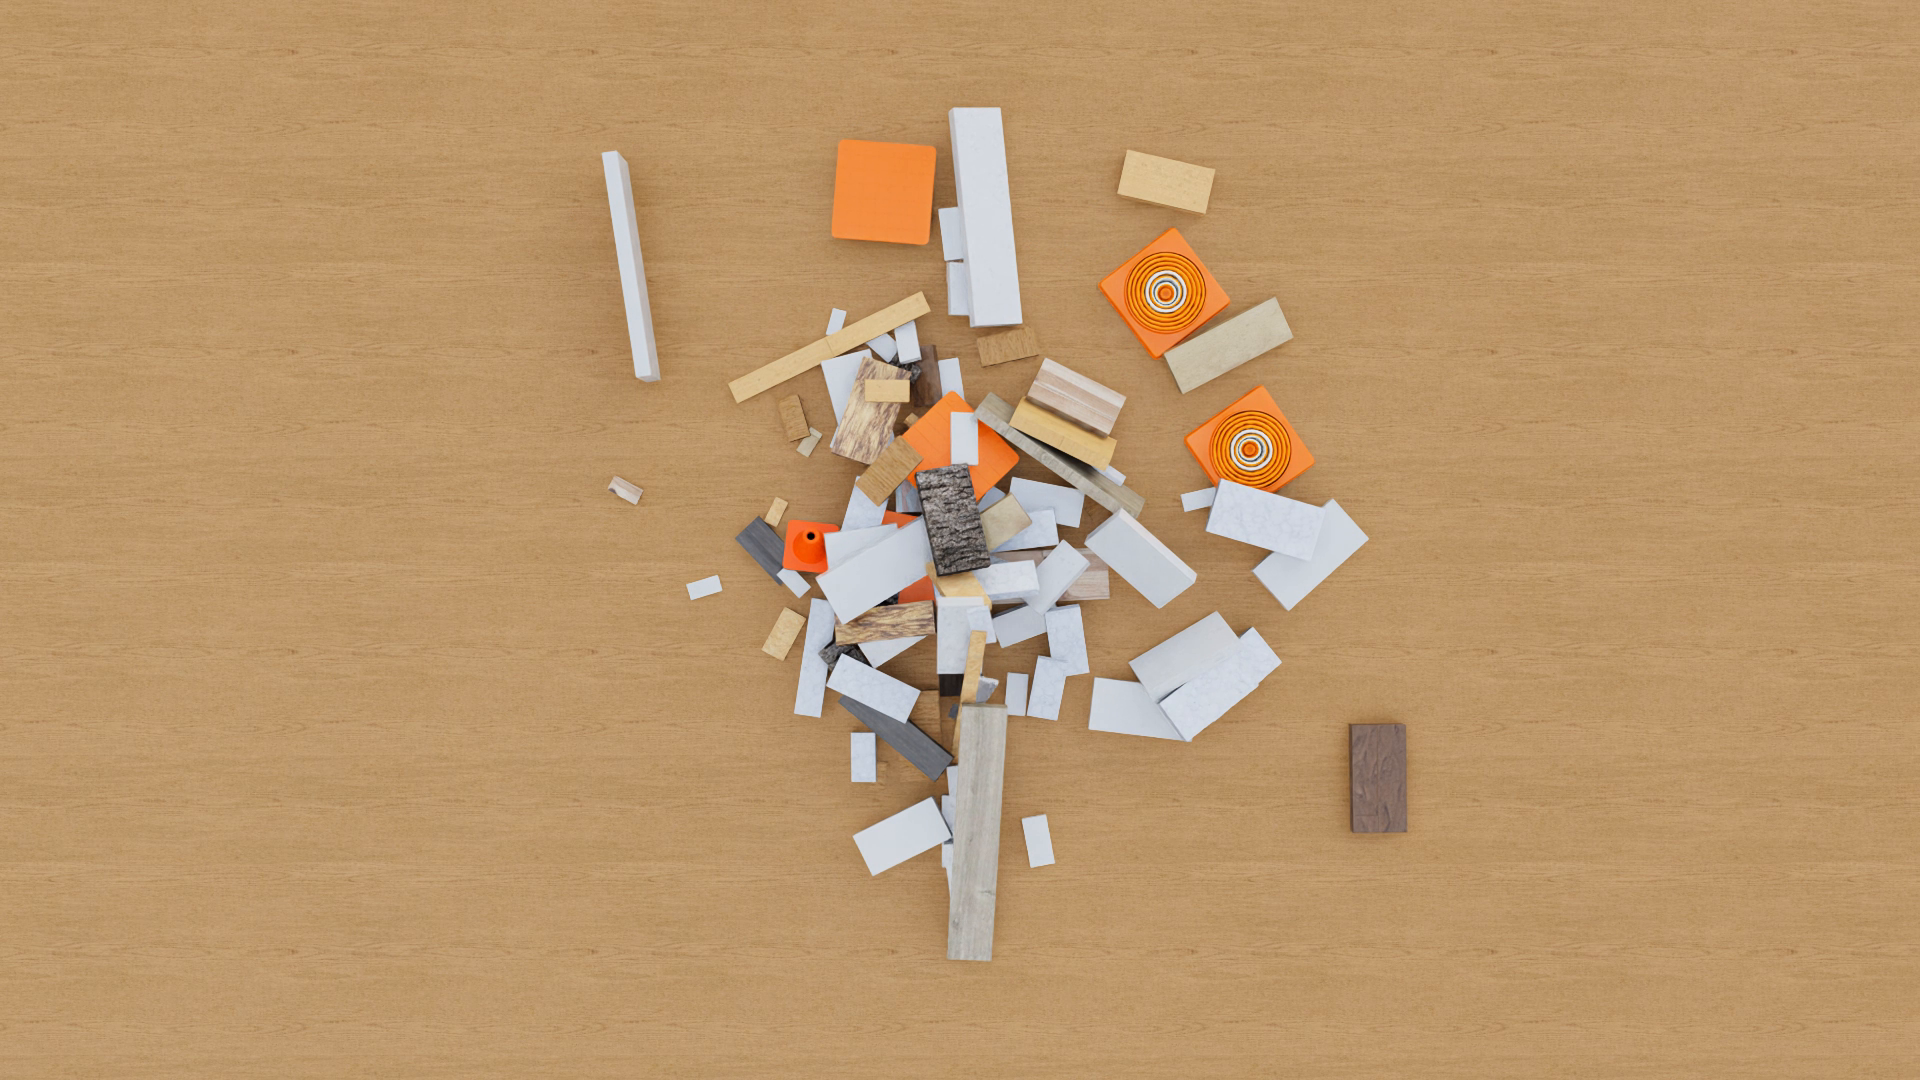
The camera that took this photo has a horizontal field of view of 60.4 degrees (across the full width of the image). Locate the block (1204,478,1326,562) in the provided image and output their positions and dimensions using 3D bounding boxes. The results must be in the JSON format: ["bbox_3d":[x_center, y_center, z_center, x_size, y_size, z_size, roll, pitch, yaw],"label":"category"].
[{"bbox_3d":[1.002,-0.066,5.420,0.356,0.050,0.178,16,92,0],"label":"block"}]

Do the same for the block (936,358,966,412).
[{"bbox_3d":[-0.039,-0.501,5.486,0.097,0.028,0.194,-9,90,0],"label":"block"}]

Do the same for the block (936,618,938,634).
[{"bbox_3d":[-0.002,0.297,5.357,0.143,0.285,0.040,-3,76,0],"label":"block"}]

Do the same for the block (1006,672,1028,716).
[{"bbox_3d":[0.188,0.513,5.490,0.069,0.020,0.139,5,90,0],"label":"block"}]

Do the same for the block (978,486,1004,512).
[{"bbox_3d":[0.097,-0.121,5.457,0.056,0.016,0.112,33,90,0],"label":"block"}]

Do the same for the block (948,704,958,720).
[{"bbox_3d":[0.013,0.585,5.493,0.097,0.014,0.049,25,90,0],"label":"block"}]

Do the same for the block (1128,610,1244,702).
[{"bbox_3d":[0.740,0.380,5.417,0.340,0.170,0.048,-30,126,0],"label":"block"}]

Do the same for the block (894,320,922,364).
[{"bbox_3d":[-0.173,-0.654,5.458,0.070,0.020,0.140,-14,67,9],"label":"block"}]

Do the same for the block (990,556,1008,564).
[{"bbox_3d":[0.063,0.092,5.449,0.202,0.029,0.101,19,96,19],"label":"block"}]

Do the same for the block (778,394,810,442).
[{"bbox_3d":[-0.551,-0.405,5.483,0.072,0.020,0.144,-17,86,3],"label":"block"}]

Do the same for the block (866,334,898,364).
[{"bbox_3d":[-0.267,-0.661,5.490,0.140,0.020,0.070,42,90,0],"label":"block"}]

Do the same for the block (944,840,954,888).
[{"bbox_3d":[0.019,1.106,5.454,0.118,0.034,0.237,-6,102,1],"label":"block"}]

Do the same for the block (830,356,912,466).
[{"bbox_3d":[-0.291,-0.417,5.411,0.167,0.047,0.334,18,85,-4],"label":"block"}]

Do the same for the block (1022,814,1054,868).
[{"bbox_3d":[0.260,1.000,5.488,0.081,0.023,0.163,-10,90,0],"label":"block"}]

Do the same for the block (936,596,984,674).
[{"bbox_3d":[0.000,0.302,5.205,0.143,0.040,0.285,0,128,-2],"label":"block"}]

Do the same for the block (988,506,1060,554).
[{"bbox_3d":[0.195,-0.033,5.429,0.246,0.035,0.123,-7,111,7],"label":"block"}]

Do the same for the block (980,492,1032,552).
[{"bbox_3d":[0.102,-0.040,5.386,0.241,0.034,0.121,-33,103,10],"label":"block"}]

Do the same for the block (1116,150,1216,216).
[{"bbox_3d":[0.683,-1.186,5.479,0.299,0.042,0.149,13,90,0],"label":"block"}]

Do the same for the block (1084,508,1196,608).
[{"bbox_3d":[0.591,0.062,5.398,0.340,0.048,0.170,41,127,-11],"label":"block"}]

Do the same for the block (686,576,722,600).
[{"bbox_3d":[-0.850,0.158,5.492,0.108,0.015,0.054,-17,90,0],"label":"block"}]

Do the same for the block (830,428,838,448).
[{"bbox_3d":[-0.376,-0.362,5.490,0.070,0.020,0.140,21,90,0],"label":"block"}]

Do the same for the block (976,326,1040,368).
[{"bbox_3d":[0.158,-0.643,5.486,0.194,0.028,0.097,-12,90,0],"label":"block"}]

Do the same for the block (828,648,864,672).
[{"bbox_3d":[-0.415,0.394,5.488,0.175,0.025,0.087,10,90,0],"label":"block"}]

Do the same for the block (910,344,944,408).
[{"bbox_3d":[-0.116,-0.543,5.467,0.097,0.028,0.194,-8,90,26],"label":"block"}]

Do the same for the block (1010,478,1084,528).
[{"bbox_3d":[0.282,-0.124,5.448,0.246,0.035,0.123,11,89,0],"label":"block"}]

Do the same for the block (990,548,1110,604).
[{"bbox_3d":[0.296,0.118,5.476,0.390,0.048,0.170,-3,90,0],"label":"block"}]

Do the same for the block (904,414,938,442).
[{"bbox_3d":[-0.132,-0.373,5.474,0.108,0.054,0.015,39,128,0],"label":"block"}]

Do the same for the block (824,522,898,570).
[{"bbox_3d":[-0.318,0.022,5.377,0.240,0.034,0.120,-9,99,-11],"label":"block"}]

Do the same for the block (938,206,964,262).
[{"bbox_3d":[-0.018,-1.014,5.464,0.085,0.024,0.171,-7,90,0],"label":"block"}]

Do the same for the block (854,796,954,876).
[{"bbox_3d":[-0.189,0.979,5.460,0.295,0.042,0.148,-27,87,6],"label":"block"}]

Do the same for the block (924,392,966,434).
[{"bbox_3d":[-0.051,-0.419,5.463,0.146,0.015,0.054,-42,94,3],"label":"block"}]

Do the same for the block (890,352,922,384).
[{"bbox_3d":[-0.180,-0.574,5.470,0.108,0.015,0.054,42,109,16],"label":"block"}]

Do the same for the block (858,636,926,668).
[{"bbox_3d":[-0.219,0.317,5.415,0.220,0.031,0.110,-32,97,6],"label":"block"}]

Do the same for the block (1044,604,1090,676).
[{"bbox_3d":[0.352,0.334,5.447,0.117,0.033,0.235,-10,108,0],"label":"block"}]

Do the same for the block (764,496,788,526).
[{"bbox_3d":[-0.611,-0.094,5.494,0.045,0.013,0.091,26,90,0],"label":"block"}]

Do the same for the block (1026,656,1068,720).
[{"bbox_3d":[0.290,0.490,5.458,0.102,0.029,0.204,10,106,0],"label":"block"}]

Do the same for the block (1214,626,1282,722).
[{"bbox_3d":[0.898,0.444,5.451,0.305,0.043,0.153,-39,91,-10],"label":"block"}]

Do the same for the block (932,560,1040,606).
[{"bbox_3d":[0.082,0.140,5.342,0.336,0.034,0.121,-6,51,-5],"label":"block"}]

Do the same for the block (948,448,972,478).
[{"bbox_3d":[0.000,-0.226,5.466,0.081,0.023,0.161,-1,89,0],"label":"block"}]

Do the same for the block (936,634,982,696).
[{"bbox_3d":[0.001,0.409,5.379,0.143,0.285,0.040,-2,49,0],"label":"block"}]

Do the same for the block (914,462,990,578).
[{"bbox_3d":[-0.024,-0.065,5.308,0.171,0.049,0.343,-11,80,-12],"label":"block"}]

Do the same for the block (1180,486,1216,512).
[{"bbox_3d":[0.798,-0.136,5.492,0.117,0.017,0.059,-13,90,0],"label":"block"}]

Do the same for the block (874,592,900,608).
[{"bbox_3d":[-0.264,0.247,5.435,0.108,0.031,0.217,7,100,0],"label":"block"}]

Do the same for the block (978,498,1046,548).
[{"bbox_3d":[0.176,-0.056,5.483,0.246,0.035,0.123,10,90,0],"label":"block"}]
